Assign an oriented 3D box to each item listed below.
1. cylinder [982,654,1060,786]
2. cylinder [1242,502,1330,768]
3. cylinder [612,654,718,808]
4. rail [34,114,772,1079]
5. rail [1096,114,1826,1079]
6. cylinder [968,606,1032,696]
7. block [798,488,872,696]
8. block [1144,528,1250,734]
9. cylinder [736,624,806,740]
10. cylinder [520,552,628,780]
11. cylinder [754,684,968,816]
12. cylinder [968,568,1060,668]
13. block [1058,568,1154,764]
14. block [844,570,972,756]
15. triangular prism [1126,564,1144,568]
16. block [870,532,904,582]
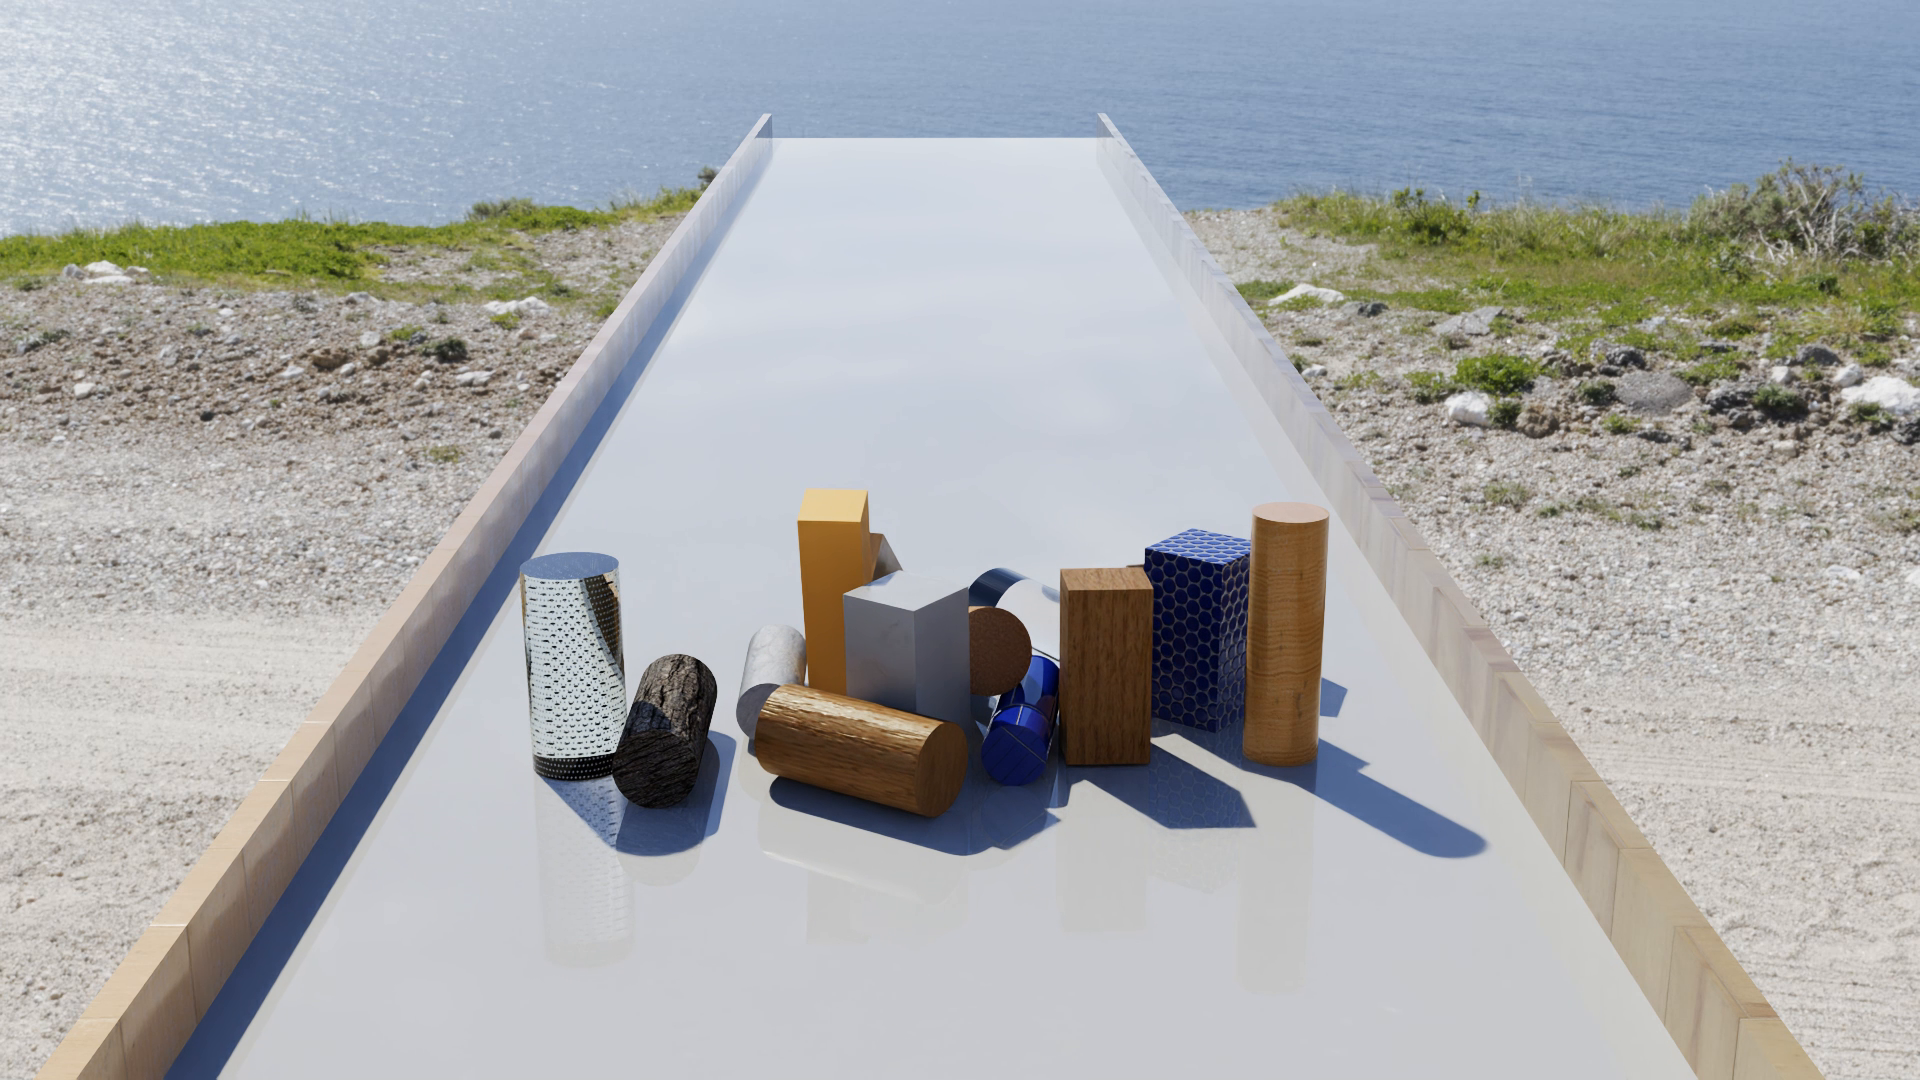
[{"bbox_3d":[0.116,0.320,3.953,0.114,0.114,0.360,2,17,7],"label":"cylinder"},{"bbox_3d":[0.574,0.167,3.879,0.134,0.449,0.134,0,17,0],"label":"cylinder"},{"bbox_3d":[-0.514,0.330,3.864,0.143,0.143,0.377,0,17,-1],"label":"cylinder"},{"bbox_3d":[-1.118,-0.838,7.780,0.050,0.150,12.000,0,17,-1],"label":"rail"},{"bbox_3d":[0.932,-0.844,7.801,0.050,0.150,12.000,0,17,-1],"label":"rail"},{"bbox_3d":[-0.004,0.203,4.095,0.160,0.160,0.358,-6,1,-19],"label":"cylinder"},{"bbox_3d":[-0.223,0.120,4.047,0.112,0.428,0.112,1,31,5],"label":"block"},{"bbox_3d":[0.454,0.166,4.098,0.165,0.324,0.165,13,21,35],"label":"block"},{"bbox_3d":[-0.350,0.266,4.129,0.117,0.117,0.334,0,17,-1],"label":"cylinder"},{"bbox_3d":[-0.673,0.219,3.847,0.170,0.364,0.170,-1,16,0],"label":"cylinder"},{"bbox_3d":[-0.169,0.355,3.747,0.332,0.162,0.162,11,20,32],"label":"cylinder"},{"bbox_3d":[0.186,0.187,4.304,0.168,0.168,0.419,-10,19,-31],"label":"cylinder"},{"bbox_3d":[0.257,0.223,3.908,0.148,0.319,0.148,-1,14,-3],"label":"block"},{"bbox_3d":[-0.091,0.238,3.862,0.155,0.318,0.155,12,22,35],"label":"block"},{"bbox_3d":[0.526,0.097,4.665,0.371,0.127,0.147,-5,18,-17],"label":"triangular prism"},{"bbox_3d":[-0.179,0.114,4.282,0.124,0.124,0.336,5,-26,17],"label":"block"}]
